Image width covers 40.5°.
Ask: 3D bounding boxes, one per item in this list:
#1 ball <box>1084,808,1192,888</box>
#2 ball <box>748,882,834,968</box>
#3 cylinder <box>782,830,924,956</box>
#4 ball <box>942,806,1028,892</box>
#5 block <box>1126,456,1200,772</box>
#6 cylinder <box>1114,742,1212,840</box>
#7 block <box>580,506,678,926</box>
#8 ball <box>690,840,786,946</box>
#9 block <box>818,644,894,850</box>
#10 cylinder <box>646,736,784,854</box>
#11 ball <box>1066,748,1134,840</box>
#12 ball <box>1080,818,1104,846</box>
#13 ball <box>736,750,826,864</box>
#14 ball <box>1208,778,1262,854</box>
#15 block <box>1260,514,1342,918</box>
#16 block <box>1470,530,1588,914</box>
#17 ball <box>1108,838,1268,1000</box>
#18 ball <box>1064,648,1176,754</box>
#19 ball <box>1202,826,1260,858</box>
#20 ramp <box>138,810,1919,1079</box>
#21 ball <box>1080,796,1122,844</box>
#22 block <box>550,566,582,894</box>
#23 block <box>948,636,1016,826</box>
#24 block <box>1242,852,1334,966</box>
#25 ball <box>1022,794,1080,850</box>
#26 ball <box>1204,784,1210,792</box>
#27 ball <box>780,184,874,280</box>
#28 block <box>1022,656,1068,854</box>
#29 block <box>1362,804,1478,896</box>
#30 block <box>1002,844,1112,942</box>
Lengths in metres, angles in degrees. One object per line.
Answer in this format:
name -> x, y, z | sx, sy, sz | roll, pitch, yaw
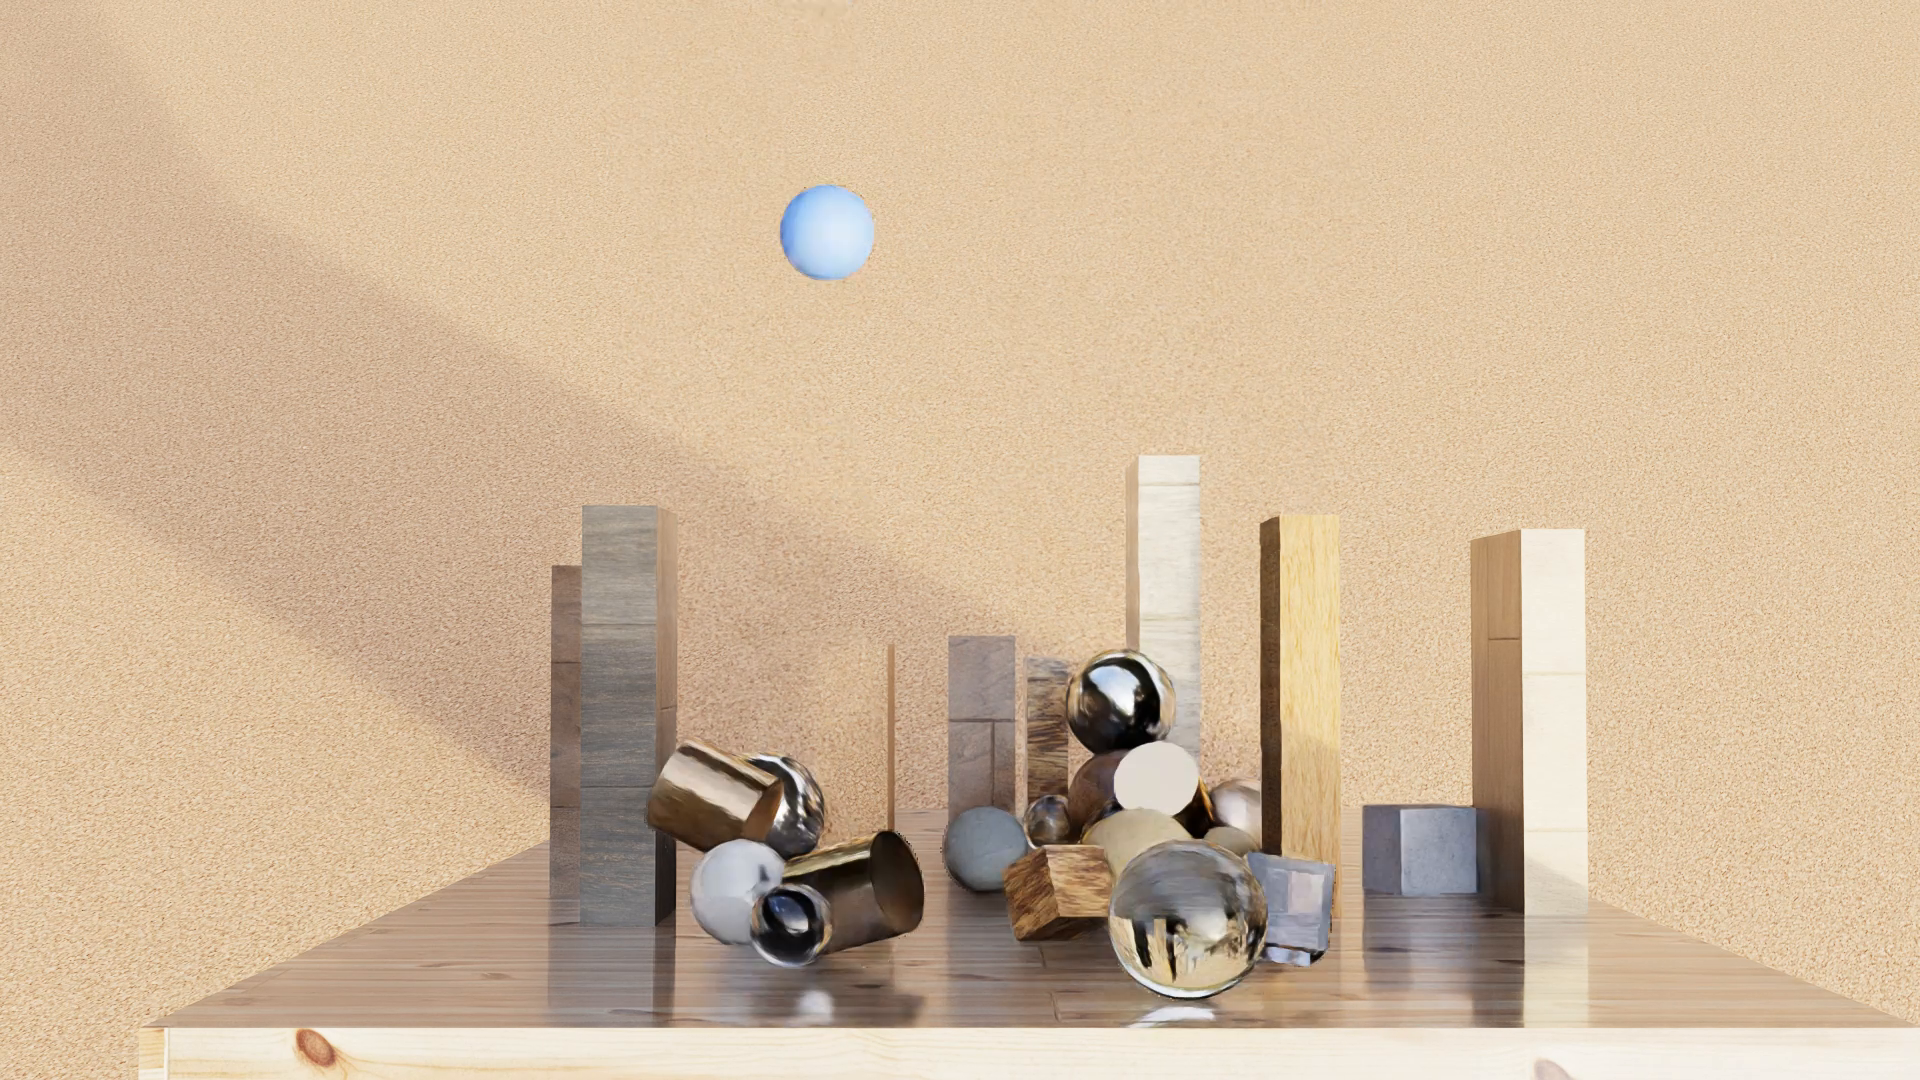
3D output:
ball -> 0.271, 0.497, 3.919 | 0.185, 0.185, 0.185 | 0, 37, 0
ball -> -0.225, 0.514, 3.473 | 0.113, 0.113, 0.113 | 0, 37, 0
cylinder -> -0.147, 0.486, 3.579 | 0.143, 0.143, 0.143 | -19, 30, 25
ball -> 0.045, 0.541, 4.558 | 0.150, 0.150, 0.150 | 0, 37, 0
block -> 0.389, 0.243, 5.022 | 0.114, 0.784, 0.399 | 0, -2, 0
cylinder -> 0.330, 0.418, 4.212 | 0.138, 0.138, 0.138 | -7, 58, 12
block -> -0.524, 0.276, 4.140 | 0.115, 0.645, 0.297 | 0, -2, 0
ball -> -0.312, 0.505, 3.729 | 0.152, 0.152, 0.152 | 0, 37, 0
block -> -0.176, 0.396, 4.493 | 0.114, 0.434, 0.449 | 0, -2, 0
cylinder -> -0.368, 0.395, 3.913 | 0.150, 0.150, 0.150 | 25, 42, 13
ball -> 0.289, 0.468, 4.595 | 0.200, 0.200, 0.200 | 0, 37, 0
ball -> 0.247, 0.492, 4.080 | 0.117, 0.117, 0.117 | 0, 37, 0
ball -> -0.320, 0.441, 4.198 | 0.204, 0.204, 0.204 | 0, 37, 0
ball -> 0.508, 0.521, 4.628 | 0.195, 0.195, 0.195 | 0, 37, 0
block -> 0.557, 0.285, 4.267 | 0.094, 0.638, 0.277 | 0, -2, 0
block -> 0.954, 0.300, 4.382 | 0.101, 0.617, 0.420 | 0, -2, 0
ball -> 0.277, 0.459, 3.154 | 0.195, 0.195, 0.195 | 0, 37, 0
ball -> 0.290, 0.297, 4.701 | 0.202, 0.202, 0.202 | 0, 37, 0
ball -> 0.448, 0.548, 4.412 | 0.124, 0.124, 0.124 | 0, 37, 0
ramp -> 0.081, 0.681, 4.910 | 2.000, 0.100, 4.000 | 0, -2, 0
ball -> 0.293, 0.520, 4.412 | 0.181, 0.181, 0.181 | 0, 37, 0
block -> -0.661, 0.337, 4.697 | 0.098, 0.570, 0.372 | 0, -2, 0
block -> 0.042, 0.414, 5.114 | 0.129, 0.451, 0.266 | 0, -2, 0
block -> 0.419, 0.485, 3.414 | 0.114, 0.114, 0.114 | 9, 70, -1
ball -> 0.190, 0.585, 5.324 | 0.127, 0.127, 0.127 | 0, 37, 0
ball -> 0.396, 0.488, 4.744 | 0.135, 0.135, 0.135 | 0, 37, 0
ball -> -0.161, -0.372, 3.147 | 0.115, 0.115, 0.115 | 0, 37, 0
block -> 0.183, 0.457, 5.611 | 0.085, 0.408, 0.371 | 0, -2, 0
block -> 0.810, 0.544, 4.587 | 0.147, 0.147, 0.147 | 1, -3, -18
block -> 0.143, 0.507, 3.728 | 0.107, 0.107, 0.107 | 7, 60, -36
